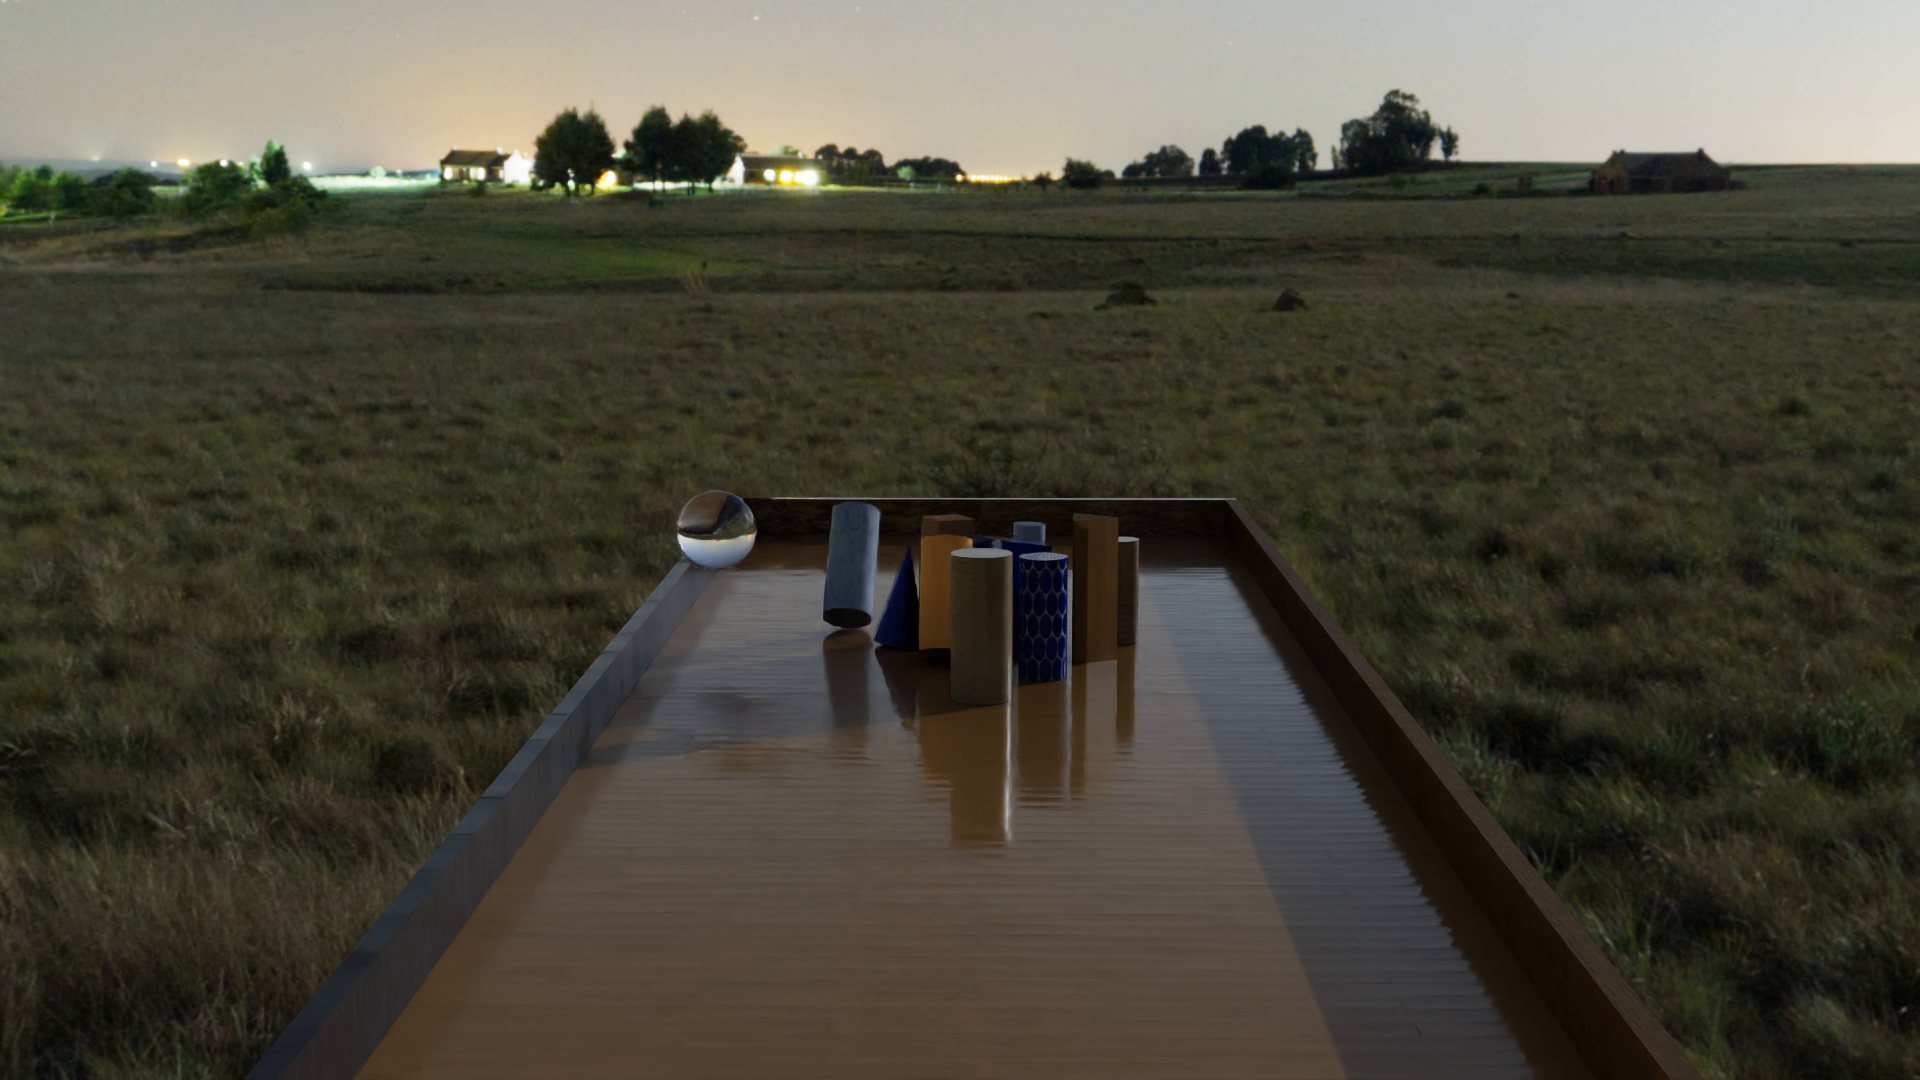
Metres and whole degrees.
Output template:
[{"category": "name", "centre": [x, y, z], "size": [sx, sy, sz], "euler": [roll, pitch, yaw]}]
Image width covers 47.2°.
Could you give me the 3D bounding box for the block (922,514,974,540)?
[{"category": "block", "centre": [-0.040, 0.127, 6.924], "size": [0.123, 0.400, 0.123], "euler": [-3, 10, -26]}]

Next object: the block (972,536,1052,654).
[{"category": "block", "centre": [0.139, 0.170, 6.764], "size": [0.174, 0.341, 0.174], "euler": [6, 3, -41]}]

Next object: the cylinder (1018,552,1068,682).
[{"category": "cylinder", "centre": [0.243, 0.225, 6.443], "size": [0.143, 0.359, 0.143], "euler": [0, 9, 0]}]

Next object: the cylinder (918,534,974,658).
[{"category": "cylinder", "centre": [-0.043, 0.173, 6.694], "size": [0.160, 0.349, 0.160], "euler": [1, -14, 0]}]

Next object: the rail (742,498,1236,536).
[{"category": "rail", "centre": [0.099, -0.098, 9.147], "size": [2.100, 0.150, 0.050], "euler": [0, 9, 1]}]

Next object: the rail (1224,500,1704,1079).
[{"category": "rail", "centre": [1.046, 0.843, 3.208], "size": [0.050, 0.150, 12.000], "euler": [0, 9, 1]}]

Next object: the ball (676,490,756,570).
[{"category": "ball", "centre": [-0.788, -0.032, 7.126], "size": [0.259, 0.259, 0.259], "euler": [0, 9, 0]}]

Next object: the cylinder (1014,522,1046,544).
[{"category": "cylinder", "centre": [0.212, 0.137, 6.926], "size": [0.101, 0.378, 0.101], "euler": [2, 7, 0]}]

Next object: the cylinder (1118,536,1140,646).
[{"category": "cylinder", "centre": [0.511, 0.161, 6.936], "size": [0.104, 0.331, 0.104], "euler": [0, 9, 0]}]

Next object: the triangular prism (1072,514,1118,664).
[{"category": "triangular prism", "centre": [0.381, 0.144, 6.704], "size": [0.155, 0.438, 0.134], "euler": [-4, 10, -26]}]

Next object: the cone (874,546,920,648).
[{"category": "cone", "centre": [-0.174, 0.167, 6.906], "size": [0.164, 0.312, 0.164], "euler": [6, 8, -1]}]

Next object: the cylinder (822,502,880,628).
[{"category": "cylinder", "centre": [-0.354, 0.081, 7.204], "size": [0.161, 0.383, 0.161], "euler": [3, -27, 1]}]

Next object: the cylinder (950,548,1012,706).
[{"category": "cylinder", "centre": [0.060, 0.241, 6.156], "size": [0.175, 0.416, 0.175], "euler": [0, 9, 0]}]

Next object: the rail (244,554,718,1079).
[{"category": "rail", "centre": [-1.004, 0.839, 3.234], "size": [0.050, 0.150, 12.000], "euler": [0, 9, 1]}]
